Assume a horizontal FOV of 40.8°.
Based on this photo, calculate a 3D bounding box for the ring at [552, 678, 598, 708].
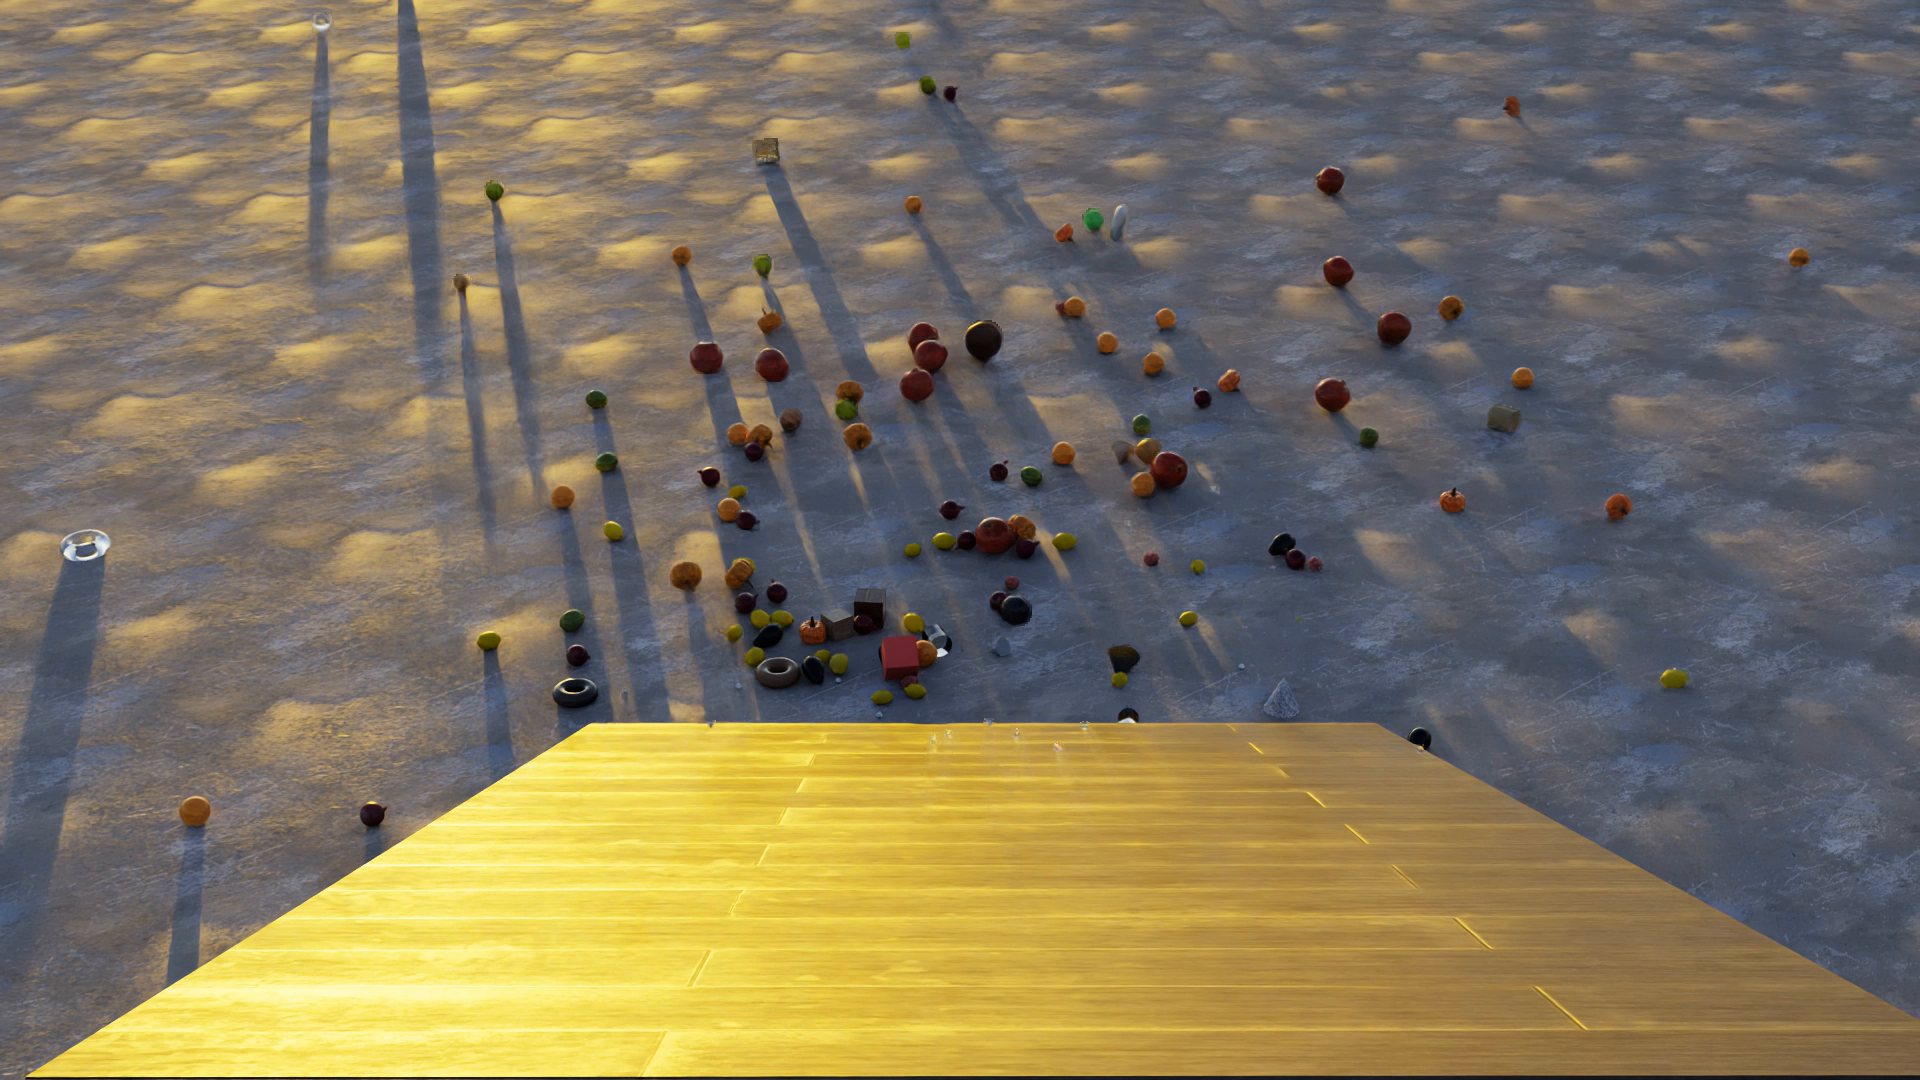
[{"bbox_3d":[-1.022,0.406,6.859,0.122,0.041,0.122,-1,26,0],"label":"ring"}]

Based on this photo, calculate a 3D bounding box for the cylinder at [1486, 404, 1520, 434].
[{"bbox_3d":[1.763,-0.392,8.381,0.076,0.076,0.076,22,34,36],"label":"cylinder"}]

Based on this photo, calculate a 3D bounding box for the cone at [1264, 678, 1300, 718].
[{"bbox_3d":[0.851,0.403,6.804,0.096,0.096,0.096,0,27,0],"label":"cone"}]

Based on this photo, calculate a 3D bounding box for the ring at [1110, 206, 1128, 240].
[{"bbox_3d":[0.612,-1.221,9.946,0.045,0.134,0.134,14,29,7],"label":"ring"}]

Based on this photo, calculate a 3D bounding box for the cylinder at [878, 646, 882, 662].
[{"bbox_3d":[-0.185,0.311,7.028,0.056,0.056,0.056,-14,30,-25],"label":"cylinder"}]

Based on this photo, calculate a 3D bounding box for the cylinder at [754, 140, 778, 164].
[{"bbox_3d":[-0.809,-1.620,10.769,0.090,0.090,0.090,-7,28,-13],"label":"cylinder"}]

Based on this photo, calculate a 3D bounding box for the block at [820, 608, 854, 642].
[{"bbox_3d":[-0.341,0.236,7.166,0.065,0.065,0.065,-19,33,-33],"label":"block"}]

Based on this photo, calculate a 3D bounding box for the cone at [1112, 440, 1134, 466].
[{"bbox_3d":[0.509,-0.264,8.178,0.072,0.072,0.072,7,54,13],"label":"cone"}]

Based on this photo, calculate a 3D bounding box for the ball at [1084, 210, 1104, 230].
[{"bbox_3d":[0.519,-1.244,10.046,0.078,0.078,0.078,0,27,0],"label":"ball"}]

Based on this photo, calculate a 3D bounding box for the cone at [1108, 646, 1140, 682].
[{"bbox_3d":[0.436,0.347,6.974,0.090,0.090,0.090,6,54,12],"label":"cone"}]

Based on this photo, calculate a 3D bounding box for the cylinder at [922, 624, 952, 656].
[{"bbox_3d":[-0.063,0.276,7.086,0.066,0.066,0.066,-9,29,-18],"label":"cylinder"}]

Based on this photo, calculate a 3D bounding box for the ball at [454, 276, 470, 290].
[{"bbox_3d":[-1.832,-0.946,9.488,0.055,0.055,0.055,0,27,0],"label":"ball"}]

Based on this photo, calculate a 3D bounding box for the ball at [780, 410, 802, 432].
[{"bbox_3d":[-0.549,-0.387,8.380,0.069,0.069,0.069,0,27,0],"label":"ball"}]

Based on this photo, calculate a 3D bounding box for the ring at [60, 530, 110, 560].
[{"bbox_3d":[-2.580,0.016,7.614,0.146,0.049,0.146,-1,27,1],"label":"ring"}]

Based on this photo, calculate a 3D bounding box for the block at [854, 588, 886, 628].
[{"bbox_3d":[-0.252,0.191,7.236,0.081,0.081,0.081,2,27,4],"label":"block"}]

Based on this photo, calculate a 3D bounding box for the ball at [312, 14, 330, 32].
[{"bbox_3d":[-3.096,-2.510,12.517,0.084,0.084,0.084,0,27,0],"label":"ball"}]

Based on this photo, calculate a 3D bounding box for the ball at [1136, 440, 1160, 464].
[{"bbox_3d":[0.596,-0.280,8.162,0.077,0.077,0.077,0,27,0],"label":"ball"}]

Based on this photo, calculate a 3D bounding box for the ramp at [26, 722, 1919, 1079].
[{"bbox_3d":[0.061,0.552,4.589,2.000,0.100,4.000,0,1,0],"label":"ramp"}]

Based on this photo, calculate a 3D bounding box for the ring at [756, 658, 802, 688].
[{"bbox_3d":[-0.490,0.358,6.953,0.125,0.042,0.125,0,28,0],"label":"ring"}]

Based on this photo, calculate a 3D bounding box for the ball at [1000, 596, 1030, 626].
[{"bbox_3d":[0.153,0.197,7.221,0.084,0.084,0.084,0,27,0],"label":"ball"}]

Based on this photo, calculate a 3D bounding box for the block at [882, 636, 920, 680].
[{"bbox_3d":[-0.161,0.317,6.942,0.088,0.088,0.088,-4,66,-8],"label":"block"}]
